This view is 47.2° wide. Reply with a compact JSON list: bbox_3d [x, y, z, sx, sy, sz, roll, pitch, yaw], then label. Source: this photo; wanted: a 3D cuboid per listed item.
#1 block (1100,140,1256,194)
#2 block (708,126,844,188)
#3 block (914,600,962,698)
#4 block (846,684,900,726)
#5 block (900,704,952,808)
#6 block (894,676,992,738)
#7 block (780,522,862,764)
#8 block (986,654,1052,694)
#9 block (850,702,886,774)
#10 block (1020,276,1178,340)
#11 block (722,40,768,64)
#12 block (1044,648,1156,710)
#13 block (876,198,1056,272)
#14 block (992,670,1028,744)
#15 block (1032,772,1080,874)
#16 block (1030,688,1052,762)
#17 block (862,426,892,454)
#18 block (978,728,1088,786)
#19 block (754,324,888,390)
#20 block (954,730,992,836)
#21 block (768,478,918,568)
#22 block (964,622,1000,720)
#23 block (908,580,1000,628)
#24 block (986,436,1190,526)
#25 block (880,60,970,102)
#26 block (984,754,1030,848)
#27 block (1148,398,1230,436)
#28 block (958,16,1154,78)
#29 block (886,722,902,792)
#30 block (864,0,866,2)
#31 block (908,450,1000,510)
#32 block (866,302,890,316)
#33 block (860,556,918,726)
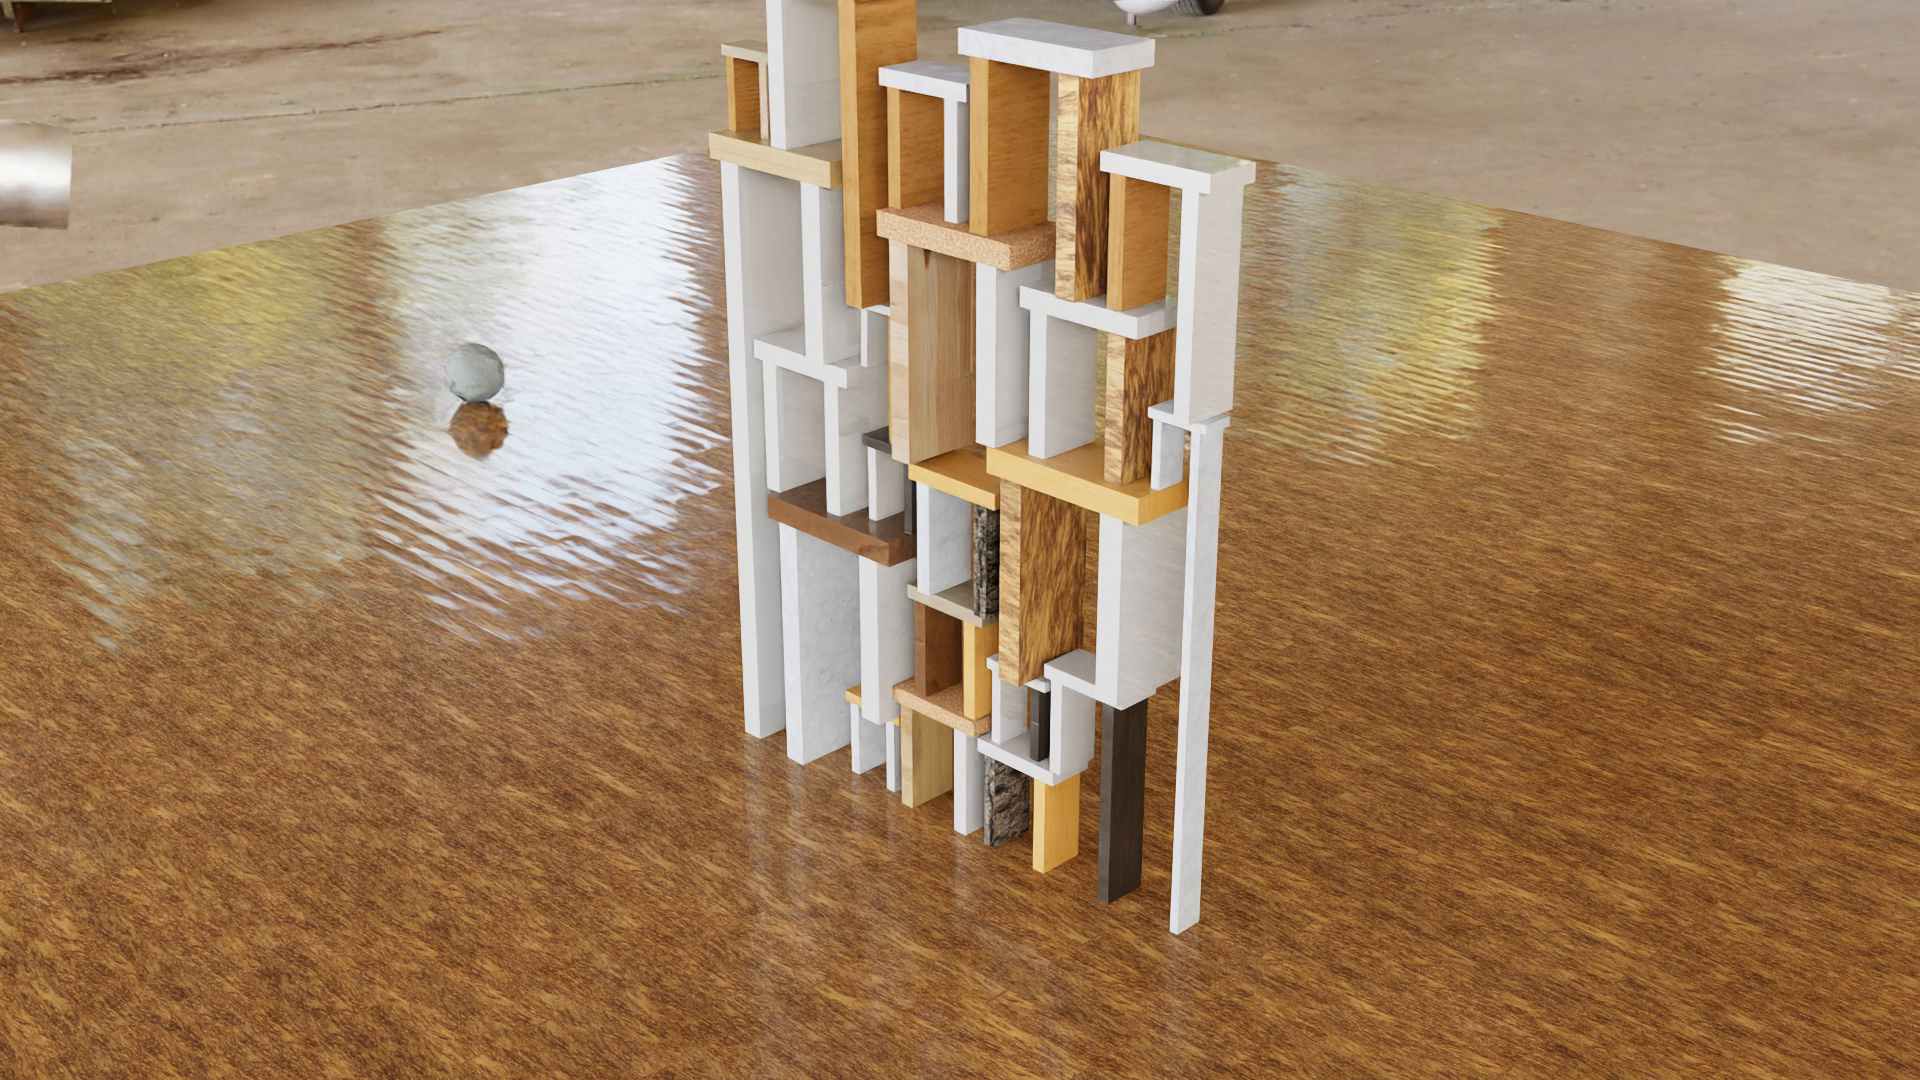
[{"bbox_3d":[0.354,-0.609,3.585,0.231,0.033,0.116,21,31,41],"label":"block"},{"bbox_3d":[-0.303,-0.748,4.244,0.353,0.050,0.176,21,31,41],"label":"block"},{"bbox_3d":[-0.042,0.201,4.361,0.029,0.203,0.102,21,31,41],"label":"block"},{"bbox_3d":[-0.152,0.333,4.536,0.160,0.023,0.080,21,31,41],"label":"block"},{"bbox_3d":[-0.067,0.421,4.477,0.032,0.228,0.114,21,31,41],"label":"block"},{"bbox_3d":[-0.013,0.322,4.377,0.228,0.032,0.114,21,31,41],"label":"block"},{"bbox_3d":[-0.286,0.195,4.611,0.051,0.540,0.179,21,31,41],"label":"block"},{"bbox_3d":[0.132,0.245,4.184,0.152,0.022,0.076,21,31,41],"label":"block"},{"bbox_3d":[-0.190,0.403,4.606,0.023,0.160,0.080,21,31,41],"label":"block"},{"bbox_3d":[0.247,-0.407,3.791,0.269,0.038,0.135,21,31,41],"label":"block"},{"bbox_3d":[-0.385,-0.941,4.237,0.145,0.021,0.072,21,31,41],"label":"block"},{"bbox_3d":[0.258,0.256,4.054,0.191,0.027,0.095,21,31,41],"label":"block"},{"bbox_3d":[0.026,-0.556,3.960,0.168,0.048,0.336,-21,31,-41],"label":"block"},{"bbox_3d":[0.096,0.311,4.251,0.022,0.152,0.076,21,31,41],"label":"block"},{"bbox_3d":[0.186,0.534,4.246,0.028,0.199,0.099,21,31,41],"label":"block"},{"bbox_3d":[0.168,0.339,4.185,0.022,0.152,0.076,21,31,41],"label":"block"},{"bbox_3d":[-0.110,-0.186,4.272,0.151,0.021,0.076,21,31,41],"label":"block"},{"bbox_3d":[0.140,0.412,4.245,0.199,0.028,0.099,21,31,41],"label":"block"},{"bbox_3d":[-0.267,-0.365,4.358,0.274,0.039,0.137,21,31,40],"label":"block"},{"bbox_3d":[0.040,0.463,4.378,0.032,0.228,0.114,21,31,41],"label":"block"},{"bbox_3d":[-0.201,-0.045,4.418,0.357,0.051,0.179,21,31,40],"label":"block"},{"bbox_3d":[0.054,0.238,4.273,0.029,0.203,0.102,21,31,41],"label":"block"},{"bbox_3d":[0.006,0.113,4.271,0.203,0.029,0.102,21,31,41],"label":"block"},{"bbox_3d":[0.239,-0.121,3.920,0.360,0.051,0.180,21,31,41],"label":"block"},{"bbox_3d":[-0.029,-0.819,3.916,0.110,0.031,0.220,-21,31,-41],"label":"block"},{"bbox_3d":[0.093,0.498,4.333,0.028,0.199,0.099,21,31,41],"label":"block"},{"bbox_3d":[0.386,-0.208,3.715,0.063,0.018,0.126,-21,31,-41],"label":"block"},{"bbox_3d":[0.160,-0.831,3.703,0.154,0.044,0.308,-21,31,-41],"label":"block"},{"bbox_3d":[-0.115,0.432,4.537,0.023,0.160,0.080,21,31,41],"label":"block"},{"bbox_3d":[-0.220,-1.035,4.026,0.152,0.043,0.303,-21,31,-40],"label":"block"},{"bbox_3d":[0.024,-0.116,4.147,0.114,0.032,0.229,-21,31,-41],"label":"block"},{"bbox_3d":[-0.137,-0.447,4.181,0.117,0.017,0.059,21,31,40],"label":"block"},{"bbox_3d":[-0.117,0.176,4.420,0.051,0.357,0.179,21,31,41],"label":"block"}]
